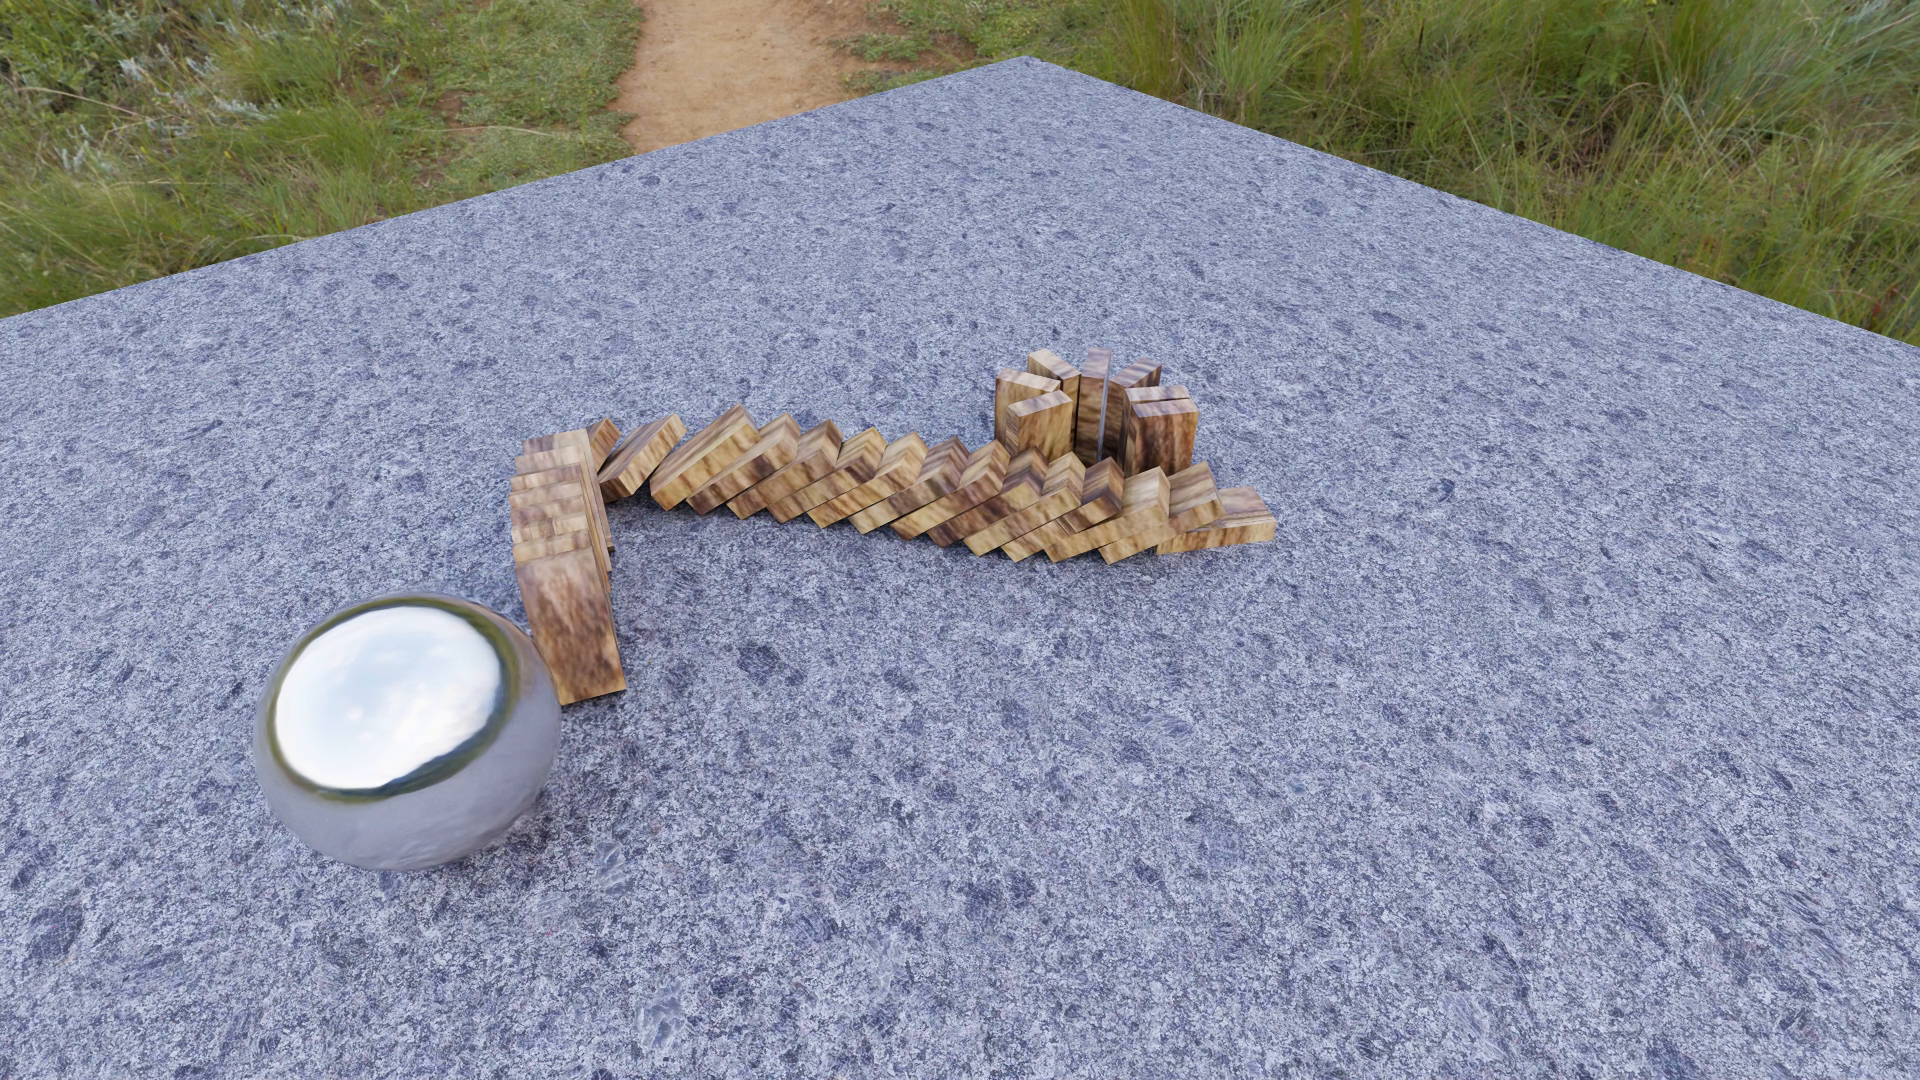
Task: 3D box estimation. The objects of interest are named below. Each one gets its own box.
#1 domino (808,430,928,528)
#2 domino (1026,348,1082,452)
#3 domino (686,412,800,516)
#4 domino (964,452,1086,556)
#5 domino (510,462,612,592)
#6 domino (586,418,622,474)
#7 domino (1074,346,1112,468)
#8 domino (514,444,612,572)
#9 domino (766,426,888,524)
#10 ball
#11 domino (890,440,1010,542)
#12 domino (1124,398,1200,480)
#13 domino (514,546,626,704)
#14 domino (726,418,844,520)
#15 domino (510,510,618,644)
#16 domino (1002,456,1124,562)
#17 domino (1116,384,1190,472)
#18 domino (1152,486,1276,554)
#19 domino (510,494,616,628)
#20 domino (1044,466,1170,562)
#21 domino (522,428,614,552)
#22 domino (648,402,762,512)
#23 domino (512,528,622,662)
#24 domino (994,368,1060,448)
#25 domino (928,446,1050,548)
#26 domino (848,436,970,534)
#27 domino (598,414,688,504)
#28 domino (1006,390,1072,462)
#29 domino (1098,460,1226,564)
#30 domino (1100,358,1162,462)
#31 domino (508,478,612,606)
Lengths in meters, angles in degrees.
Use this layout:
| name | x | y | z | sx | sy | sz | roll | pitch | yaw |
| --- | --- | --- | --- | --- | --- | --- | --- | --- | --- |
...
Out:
| name | x | y | z | sx | sy | sz | roll | pitch | yaw |
| --- | --- | --- | --- | --- | --- | --- | --- | --- | --- |
| domino | -0.038 | -0.025 | 0.452 | 0.050 | 0.009 | 0.025 | -23 | 30 | 29 |
| domino | 0.040 | -0.055 | 0.478 | 0.009 | 0.050 | 0.025 | -23 | 45 | -25 |
| domino | -0.091 | -0.032 | 0.461 | 0.050 | 0.009 | 0.025 | -29 | 32 | 16 |
| domino | 0.026 | -0.014 | 0.438 | 0.050 | 0.010 | 0.025 | -27 | 29 | 30 |
| domino | -0.150 | -0.002 | 0.415 | 0.025 | 0.050 | 0.009 | -13 | 15 | -16 |
| domino | -0.167 | -0.031 | 0.473 | 0.025 | 0.009 | 0.050 | -19 | 34 | 22 |
| domino | 0.058 | -0.055 | 0.479 | 0.009 | 0.050 | 0.025 | 9 | 40 | 11 |
| domino | -0.153 | -0.010 | 0.426 | 0.025 | 0.050 | 0.009 | -13 | 6 | -16 |
| domino | -0.055 | -0.027 | 0.455 | 0.050 | 0.009 | 0.025 | -23 | 31 | 28 |
| ball | -0.159 | 0.055 | 0.321 | 0.080 | 0.080 | 0.080 | 0 | 39 | 0 |
| domino | -0.004 | -0.020 | 0.445 | 0.050 | 0.010 | 0.025 | -26 | 28 | 31 |
| domino | 0.081 | -0.033 | 0.452 | 0.025 | 0.050 | 0.010 | -7 | 40 | -8 |
| domino | -0.133 | 0.030 | 0.376 | 0.025 | 0.050 | 0.009 | -13 | 16 | -16 |
| domino | -0.073 | -0.029 | 0.458 | 0.050 | 0.010 | 0.025 | -26 | 33 | 24 |
| domino | -0.140 | 0.017 | 0.391 | 0.025 | 0.050 | 0.009 | -13 | 16 | -16 |
| domino | 0.041 | -0.012 | 0.435 | 0.050 | 0.010 | 0.025 | -27 | 29 | 30 |
| domino | 0.080 | -0.040 | 0.461 | 0.025 | 0.050 | 0.010 | -4 | 40 | -5 |
| domino | 0.101 | -0.008 | 0.454 | 0.050 | 0.009 | 0.025 | -7 | 40 | -9 |
| domino | -0.144 | 0.011 | 0.399 | 0.025 | 0.050 | 0.009 | -13 | 16 | -16 |
| domino | 0.058 | -0.010 | 0.436 | 0.050 | 0.010 | 0.025 | -21 | 32 | 27 |
| domino | -0.157 | -0.018 | 0.442 | 0.025 | 0.010 | 0.050 | -13 | 81 | -16 |
| domino | -0.108 | -0.036 | 0.465 | 0.050 | 0.010 | 0.025 | -37 | 33 | 3 |
| domino | -0.137 | 0.023 | 0.383 | 0.025 | 0.050 | 0.009 | -13 | 16 | -16 |
| domino | 0.028 | -0.047 | 0.469 | 0.025 | 0.050 | 0.010 | 17 | 42 | 20 |
| domino | 0.011 | -0.017 | 0.441 | 0.050 | 0.010 | 0.025 | -26 | 29 | 32 |
| domino | -0.021 | -0.022 | 0.448 | 0.050 | 0.009 | 0.025 | -24 | 29 | 30 |
| domino | -0.142 | -0.035 | 0.478 | 0.025 | 0.009 | 0.050 | -14 | 32 | 29 |
| domino | 0.032 | -0.035 | 0.455 | 0.025 | 0.050 | 0.010 | -19 | 43 | -22 |
| domino | 0.078 | -0.011 | 0.438 | 0.050 | 0.009 | 0.025 | -24 | 35 | 19 |
| domino | 0.073 | -0.050 | 0.473 | 0.010 | 0.050 | 0.025 | 29 | 47 | 31 |
| domino | -0.147 | 0.005 | 0.406 | 0.025 | 0.050 | 0.010 | -13 | 16 | -16 |
